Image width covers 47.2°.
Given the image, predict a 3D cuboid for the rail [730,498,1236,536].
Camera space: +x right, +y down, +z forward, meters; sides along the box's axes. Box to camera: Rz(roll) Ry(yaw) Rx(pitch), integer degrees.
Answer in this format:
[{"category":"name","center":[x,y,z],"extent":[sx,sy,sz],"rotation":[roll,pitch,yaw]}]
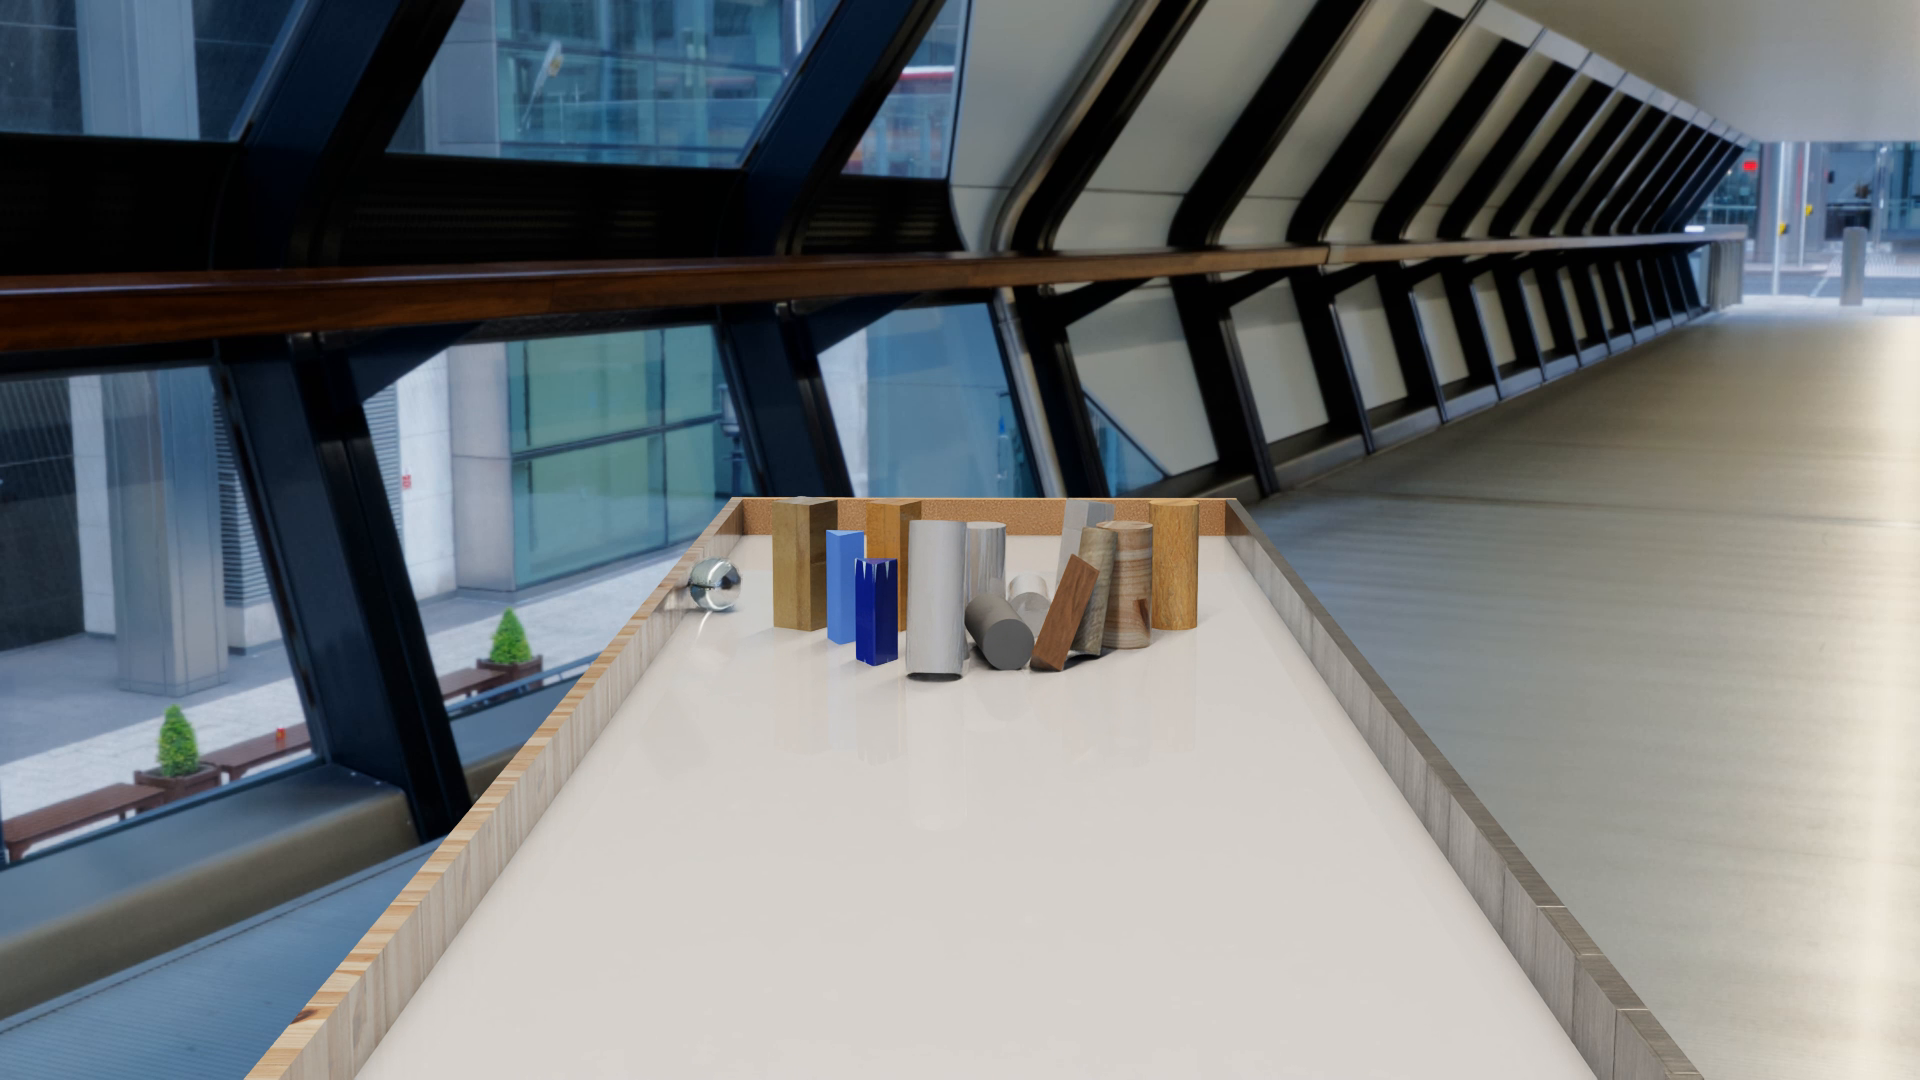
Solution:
[{"category":"rail","center":[0.099,-0.098,9.147],"extent":[2.100,0.150,0.050],"rotation":[0,9,1]}]

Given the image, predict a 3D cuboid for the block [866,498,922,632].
[{"category":"block","center":[-0.215,0.080,7.184],"extent":[0.130,0.414,0.130],"rotation":[5,10,31]}]

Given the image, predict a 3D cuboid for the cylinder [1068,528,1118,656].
[{"category":"cylinder","center":[0.402,0.158,6.750],"extent":[0.112,0.380,0.112],"rotation":[9,-5,1]}]

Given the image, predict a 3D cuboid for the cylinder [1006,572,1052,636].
[{"category":"cylinder","center":[0.226,0.211,7.202],"extent":[0.149,0.149,0.355],"rotation":[0,9,1]}]

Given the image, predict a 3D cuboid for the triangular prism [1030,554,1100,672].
[{"category":"triangular prism","center":[0.296,0.225,6.626],"extent":[0.109,0.350,0.095],"rotation":[33,-26,-21]}]

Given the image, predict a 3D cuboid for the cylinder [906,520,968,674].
[{"category":"cylinder","center":[-0.070,0.166,6.471],"extent":[0.171,0.443,0.171],"rotation":[1,-1,0]}]

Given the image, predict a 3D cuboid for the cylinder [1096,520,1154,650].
[{"category":"cylinder","center":[0.515,0.140,6.911],"extent":[0.179,0.379,0.179],"rotation":[0,9,0]}]

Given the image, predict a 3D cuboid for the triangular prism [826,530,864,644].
[{"category":"triangular prism","center":[-0.382,0.146,6.977],"extent":[0.104,0.348,0.120],"rotation":[7,11,38]}]

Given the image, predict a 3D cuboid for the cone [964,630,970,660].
[{"category":"cone","center":[-0.045,0.167,6.717],"extent":[0.155,0.387,0.155],"rotation":[0,9,0]}]

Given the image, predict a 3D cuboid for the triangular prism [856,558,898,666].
[{"category":"triangular prism","center":[-0.270,0.214,6.669],"extent":[0.110,0.311,0.127],"rotation":[6,11,32]}]

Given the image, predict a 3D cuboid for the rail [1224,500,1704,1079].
[{"category":"rail","center":[1.046,0.843,3.208],"extent":[0.050,0.150,12.000],"rotation":[0,9,1]}]

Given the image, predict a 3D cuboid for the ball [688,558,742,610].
[{"category":"ball","center":[-0.834,0.151,7.487],"extent":[0.178,0.178,0.178],"rotation":[0,9,0]}]

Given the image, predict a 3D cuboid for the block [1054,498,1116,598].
[{"category":"block","center":[0.402,0.076,7.189],"extent":[0.114,0.408,0.114],"rotation":[4,5,-38]}]

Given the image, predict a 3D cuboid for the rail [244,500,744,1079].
[{"category":"rail","center":[-1.004,0.839,3.234],"extent":[0.050,0.150,12.000],"rotation":[0,9,1]}]

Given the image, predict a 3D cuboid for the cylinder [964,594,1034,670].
[{"category":"cylinder","center":[0.118,0.278,6.754],"extent":[0.157,0.157,0.428],"rotation":[-1,9,-7]}]

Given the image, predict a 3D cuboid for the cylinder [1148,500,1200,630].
[{"category":"cylinder","center":[0.698,0.079,7.203],"extent":[0.163,0.409,0.163],"rotation":[0,9,0]}]

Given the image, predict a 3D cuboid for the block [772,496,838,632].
[{"category":"block","center":[-0.506,0.076,7.205],"extent":[0.153,0.414,0.153],"rotation":[6,11,33]}]

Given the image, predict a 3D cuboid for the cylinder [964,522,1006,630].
[{"category":"cylinder","center":[0.071,0.117,7.200],"extent":[0.160,0.335,0.160],"rotation":[0,9,0]}]
